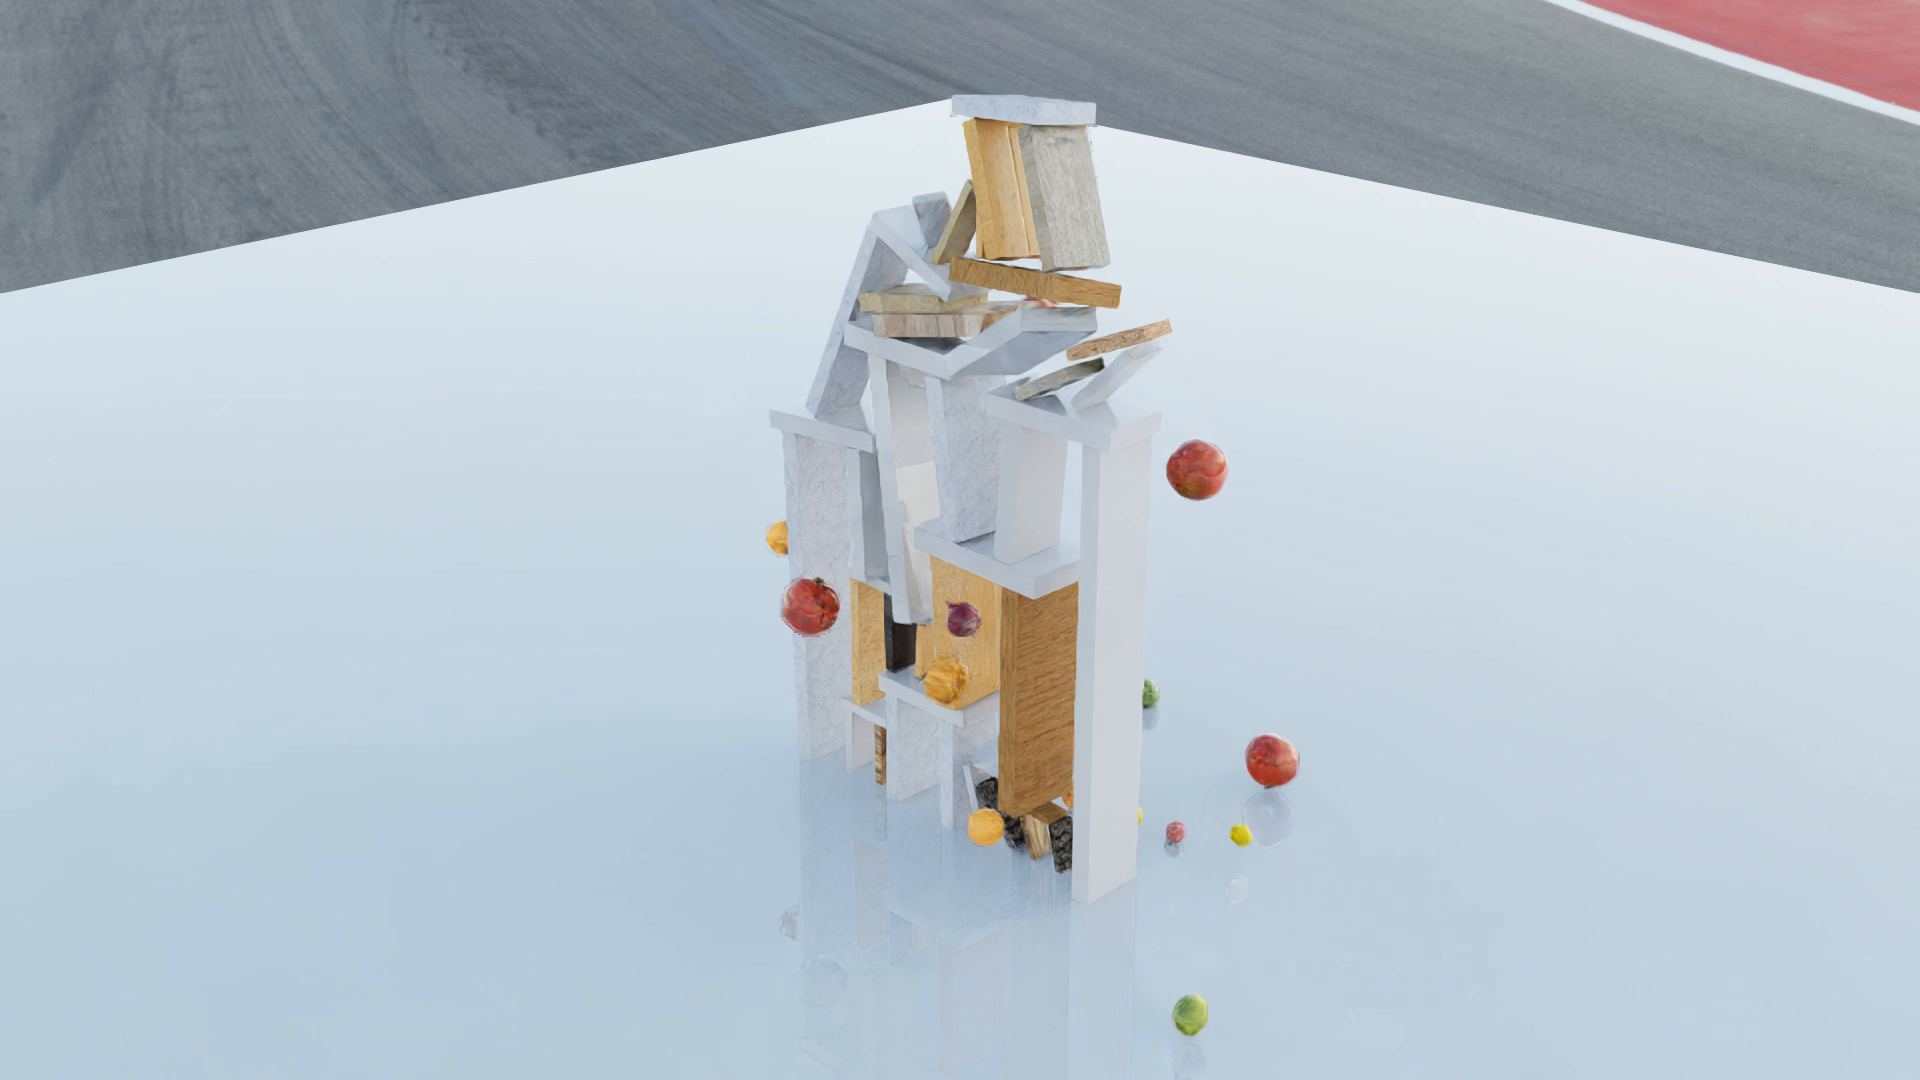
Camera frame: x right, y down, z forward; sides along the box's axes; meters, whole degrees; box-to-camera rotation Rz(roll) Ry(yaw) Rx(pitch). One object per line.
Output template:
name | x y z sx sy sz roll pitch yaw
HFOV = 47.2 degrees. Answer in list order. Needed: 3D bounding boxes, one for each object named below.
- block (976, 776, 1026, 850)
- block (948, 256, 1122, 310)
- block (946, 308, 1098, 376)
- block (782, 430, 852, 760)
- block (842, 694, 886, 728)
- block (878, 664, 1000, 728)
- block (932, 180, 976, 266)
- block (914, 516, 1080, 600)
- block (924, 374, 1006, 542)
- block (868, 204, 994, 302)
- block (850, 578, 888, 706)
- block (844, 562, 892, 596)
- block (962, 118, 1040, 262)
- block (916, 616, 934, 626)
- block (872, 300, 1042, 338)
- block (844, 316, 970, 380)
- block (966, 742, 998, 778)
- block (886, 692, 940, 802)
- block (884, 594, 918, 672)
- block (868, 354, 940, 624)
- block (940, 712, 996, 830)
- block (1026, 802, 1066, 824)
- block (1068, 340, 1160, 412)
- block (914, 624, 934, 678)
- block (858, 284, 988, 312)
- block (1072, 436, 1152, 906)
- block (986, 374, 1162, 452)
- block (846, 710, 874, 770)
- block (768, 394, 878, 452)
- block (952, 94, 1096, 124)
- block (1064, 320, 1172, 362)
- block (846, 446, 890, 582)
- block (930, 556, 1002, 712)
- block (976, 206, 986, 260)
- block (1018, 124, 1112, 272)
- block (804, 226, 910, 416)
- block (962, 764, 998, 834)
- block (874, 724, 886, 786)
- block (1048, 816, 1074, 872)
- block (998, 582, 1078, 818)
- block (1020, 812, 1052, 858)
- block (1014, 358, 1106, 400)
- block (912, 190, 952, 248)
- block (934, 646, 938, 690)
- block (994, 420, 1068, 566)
block | 0.097 0.534 4.355 0.071 0.020 0.142 -20 75 -39
block | 0.128 -0.447 3.822 0.148 0.042 0.295 2 11 -37
block | 0.107 -0.348 3.878 0.148 0.042 0.295 -3 -9 -26
block | -0.289 0.104 4.580 0.039 0.729 0.136 19 29 41
block | -0.175 0.349 4.563 0.068 0.019 0.136 -19 29 -40
block | -0.038 0.301 4.396 0.238 0.034 0.119 21 30 40
block | 0.008 -0.572 3.943 0.062 0.191 0.018 -17 59 -36
block | 0.079 0.020 4.148 0.158 0.045 0.316 -21 32 -41
block | 0.025 -0.167 4.124 0.156 0.311 0.044 -18 18 -37
block | -0.049 -0.532 4.050 0.118 0.034 0.237 -19 54 -39
block | -0.186 0.201 4.531 0.081 0.278 0.023 -18 27 -41
block | -0.150 0.074 4.444 0.081 0.023 0.161 -18 29 -41
block | 0.084 -0.617 3.863 0.123 0.247 0.035 -9 -1 -39
block | -0.034 0.156 4.371 0.109 0.015 0.054 4 15 37
block | -0.007 -0.407 4.047 0.148 0.042 0.295 -18 17 -42
block | -0.061 -0.370 4.147 0.156 0.044 0.311 -16 26 -38
block | 0.085 0.442 4.332 0.071 0.020 0.142 -19 30 -40
block | -0.096 0.405 4.499 0.034 0.239 0.119 21 31 41
block | -0.114 0.177 4.436 0.081 0.161 0.023 -18 26 -41
block | -0.088 -0.119 4.329 0.044 0.548 0.156 5 16 40
block | 0.016 0.449 4.397 0.119 0.239 0.034 -21 30 -40
block | 0.154 0.520 4.270 0.049 0.014 0.099 -19 29 -38
block | 0.267 -0.284 3.798 0.083 0.166 0.024 -25 78 -43
block | -0.067 0.215 4.410 0.015 0.109 0.054 14 20 29
block | -0.070 -0.453 4.112 0.118 0.034 0.237 -17 16 -38
block | 0.275 0.240 4.019 0.041 0.919 0.143 20 30 39
block | 0.199 -0.227 3.888 0.286 0.041 0.143 20 30 38
block | -0.208 0.408 4.622 0.068 0.136 0.019 -19 29 -40
block | -0.235 -0.237 4.396 0.273 0.039 0.136 15 27 35
block | 0.108 -0.745 3.799 0.123 0.035 0.247 -8 18 -35
block | 0.269 -0.339 3.739 0.166 0.024 0.083 -11 8 39
block | -0.157 -0.065 4.388 0.136 0.273 0.039 -18 24 -40
block | 0.019 0.158 4.284 0.045 0.316 0.158 15 26 40
block | 0.058 -0.562 3.896 0.062 0.124 0.018 -13 23 -39
block | 0.178 -0.582 3.739 0.123 0.247 0.035 -9 -3 -36
block | -0.187 -0.432 4.263 0.118 0.458 0.034 -20 56 -39
block | 0.052 0.506 4.386 0.071 0.142 0.020 -21 13 -40
block | -0.145 0.435 4.562 0.068 0.136 0.019 -21 31 -41
block | 0.200 0.587 4.250 0.049 0.099 0.014 -20 17 -40
block | 0.149 0.288 4.190 0.158 0.475 0.045 -19 30 -38
block | 0.147 0.568 4.300 0.049 0.099 0.014 -20 7 -39
block | 0.173 -0.280 3.827 0.083 0.024 0.167 -18 0 -31
block | -0.042 -0.578 3.970 0.062 0.124 0.018 -9 56 9
block | -0.026 0.239 4.361 0.015 0.109 0.054 22 31 40
block | 0.133 -0.109 4.029 0.041 0.286 0.143 24 33 35
